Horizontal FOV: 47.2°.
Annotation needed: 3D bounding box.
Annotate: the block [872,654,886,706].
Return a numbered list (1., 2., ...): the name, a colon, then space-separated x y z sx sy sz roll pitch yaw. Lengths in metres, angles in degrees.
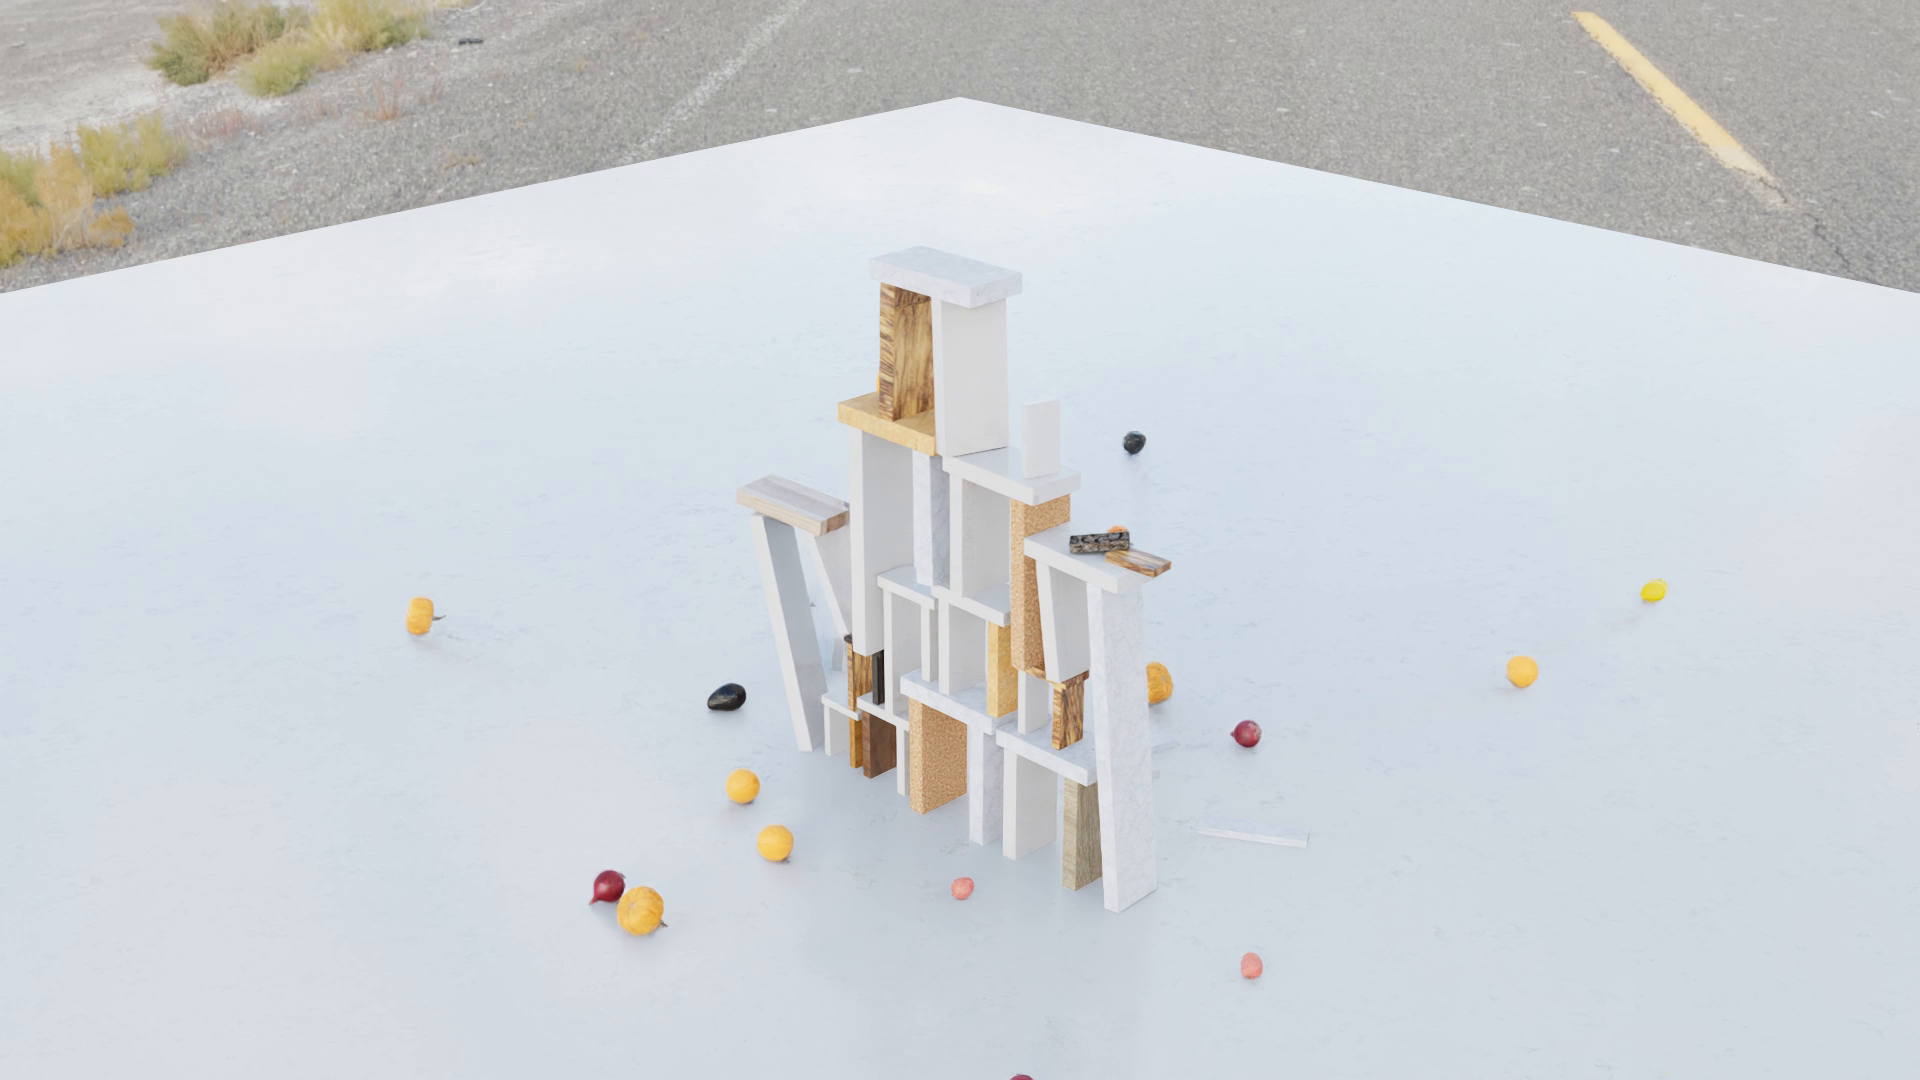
1. block: -0.154 0.278 4.510 0.056 0.112 0.016 -20 30 -40

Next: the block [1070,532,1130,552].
1. block: 0.251 0.003 3.949 0.106 0.015 0.053 -4 18 7

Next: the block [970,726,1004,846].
1. block: 0.077 0.463 4.343 0.127 0.255 0.036 -21 31 -40

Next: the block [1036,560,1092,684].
1. block: 0.202 0.135 4.066 0.117 0.233 0.033 -21 23 -40

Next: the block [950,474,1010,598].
1. block: 0.038 -0.022 4.173 0.122 0.244 0.035 -19 29 -37

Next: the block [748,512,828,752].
1. block: -0.353 0.181 4.656 0.032 0.534 0.114 -1 20 25

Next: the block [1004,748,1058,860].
1. block: 0.138 0.496 4.290 0.033 0.236 0.118 21 31 41

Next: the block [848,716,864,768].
1. block: -0.205 0.417 4.627 0.059 0.117 0.017 -21 31 -40

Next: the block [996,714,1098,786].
1. block: 0.194 0.393 4.188 0.118 0.033 0.236 -21 31 -40

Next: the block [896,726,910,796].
1. block: -0.094 0.442 4.521 0.077 0.155 0.022 -21 31 -40

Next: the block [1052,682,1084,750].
1. block: 0.204 0.324 4.139 0.066 0.132 0.019 -21 32 -41

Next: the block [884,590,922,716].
1. block: -0.115 0.215 4.446 0.081 0.277 0.023 -21 31 -40

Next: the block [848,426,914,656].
1. block: -0.155 -0.012 4.387 0.135 0.485 0.038 -21 31 -40

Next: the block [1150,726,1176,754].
1. block: 0.384 0.438 4.703 0.139 0.020 0.069 -13 26 -27

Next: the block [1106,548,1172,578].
1. block: 0.316 0.037 3.898 0.106 0.015 0.053 20 30 37

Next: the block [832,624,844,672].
1. block: -0.280 0.228 5.111 0.024 0.085 0.170 4 23 -3

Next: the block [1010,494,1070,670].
1. block: 0.150 0.065 4.092 0.122 0.343 0.035 -20 29 -39

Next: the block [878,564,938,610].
1. block: -0.078 0.092 4.352 0.081 0.023 0.163 -21 31 -40

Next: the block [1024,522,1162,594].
1. block: 0.239 0.031 3.970 0.117 0.033 0.233 -20 31 -39

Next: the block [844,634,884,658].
1. block: -0.180 0.208 4.510 0.056 0.016 0.112 -21 31 -40

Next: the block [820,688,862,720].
1. block: -0.232 0.345 4.628 0.058 0.017 0.117 -21 30 -40

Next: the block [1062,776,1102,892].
1. block: 0.249 0.540 4.187 0.033 0.236 0.118 21 31 41

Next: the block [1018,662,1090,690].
1. block: 0.172 0.241 4.139 0.132 0.019 0.066 21 31 40

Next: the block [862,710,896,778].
1. block: -0.167 0.413 4.589 0.077 0.155 0.022 -21 31 -40

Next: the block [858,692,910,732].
1. block: -0.131 0.346 4.520 0.077 0.022 0.155 -21 31 -40

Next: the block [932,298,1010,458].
1. block: 0.020 -0.311 4.065 0.135 0.300 0.038 -12 22 -25

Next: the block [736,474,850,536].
1. block: -0.339 -0.074 4.545 0.229 0.032 0.114 21 29 31

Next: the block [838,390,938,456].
1. block: -0.095 -0.229 4.229 0.135 0.038 0.271 -21 30 -40

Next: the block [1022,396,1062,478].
1. block: 0.147 -0.185 3.975 0.069 0.139 0.020 -11 22 -24

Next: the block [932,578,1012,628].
1. block: 0.050 0.109 4.212 0.100 0.028 0.200 -20 30 -39

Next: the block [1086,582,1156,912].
1. block: 0.300 0.370 4.052 0.033 0.653 0.117 13 26 41

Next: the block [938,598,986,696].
1. block: 0.004 0.195 4.301 0.100 0.200 0.028 -21 31 -40

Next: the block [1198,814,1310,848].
1. block: 0.584 0.579 4.377 0.217 0.015 0.053 6 24 14

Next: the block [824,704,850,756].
1. block: -0.260 0.396 4.678 0.059 0.117 0.017 -20 30 -40

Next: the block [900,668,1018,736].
1. block: 0.016 0.306 4.341 0.127 0.036 0.255 -21 31 -40

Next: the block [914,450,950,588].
1. block: -0.030 -0.060 4.228 0.038 0.271 0.135 15 27 34

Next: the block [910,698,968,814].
1. block: -0.044 0.417 4.453 0.127 0.255 0.036 -21 31 -41

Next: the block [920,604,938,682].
1. block: -0.039 0.193 4.353 0.081 0.163 0.023 -21 31 -40

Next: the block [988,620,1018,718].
1. block: 0.098 0.232 4.214 0.100 0.200 0.028 -20 30 -39

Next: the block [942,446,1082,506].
1. block: 0.094 -0.127 4.063 0.122 0.035 0.244 -19 30 -38

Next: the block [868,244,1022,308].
1. block: -0.028 -0.486 4.044 0.135 0.038 0.269 -21 31 -40

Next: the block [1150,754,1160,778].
1. block: 0.344 0.479 4.606 0.139 0.020 0.069 -4 23 -8

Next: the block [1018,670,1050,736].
1. block: 0.140 0.299 4.196 0.066 0.132 0.019 -21 31 -41

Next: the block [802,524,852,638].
1. block: -0.233 0.074 4.533 0.114 0.229 0.032 -19 -2 -38

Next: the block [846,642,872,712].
1. block: -0.207 0.276 4.568 0.056 0.156 0.016 -21 31 -40

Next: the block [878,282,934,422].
1. block: -0.090 -0.371 4.169 0.135 0.269 0.038 -21 33 -40
